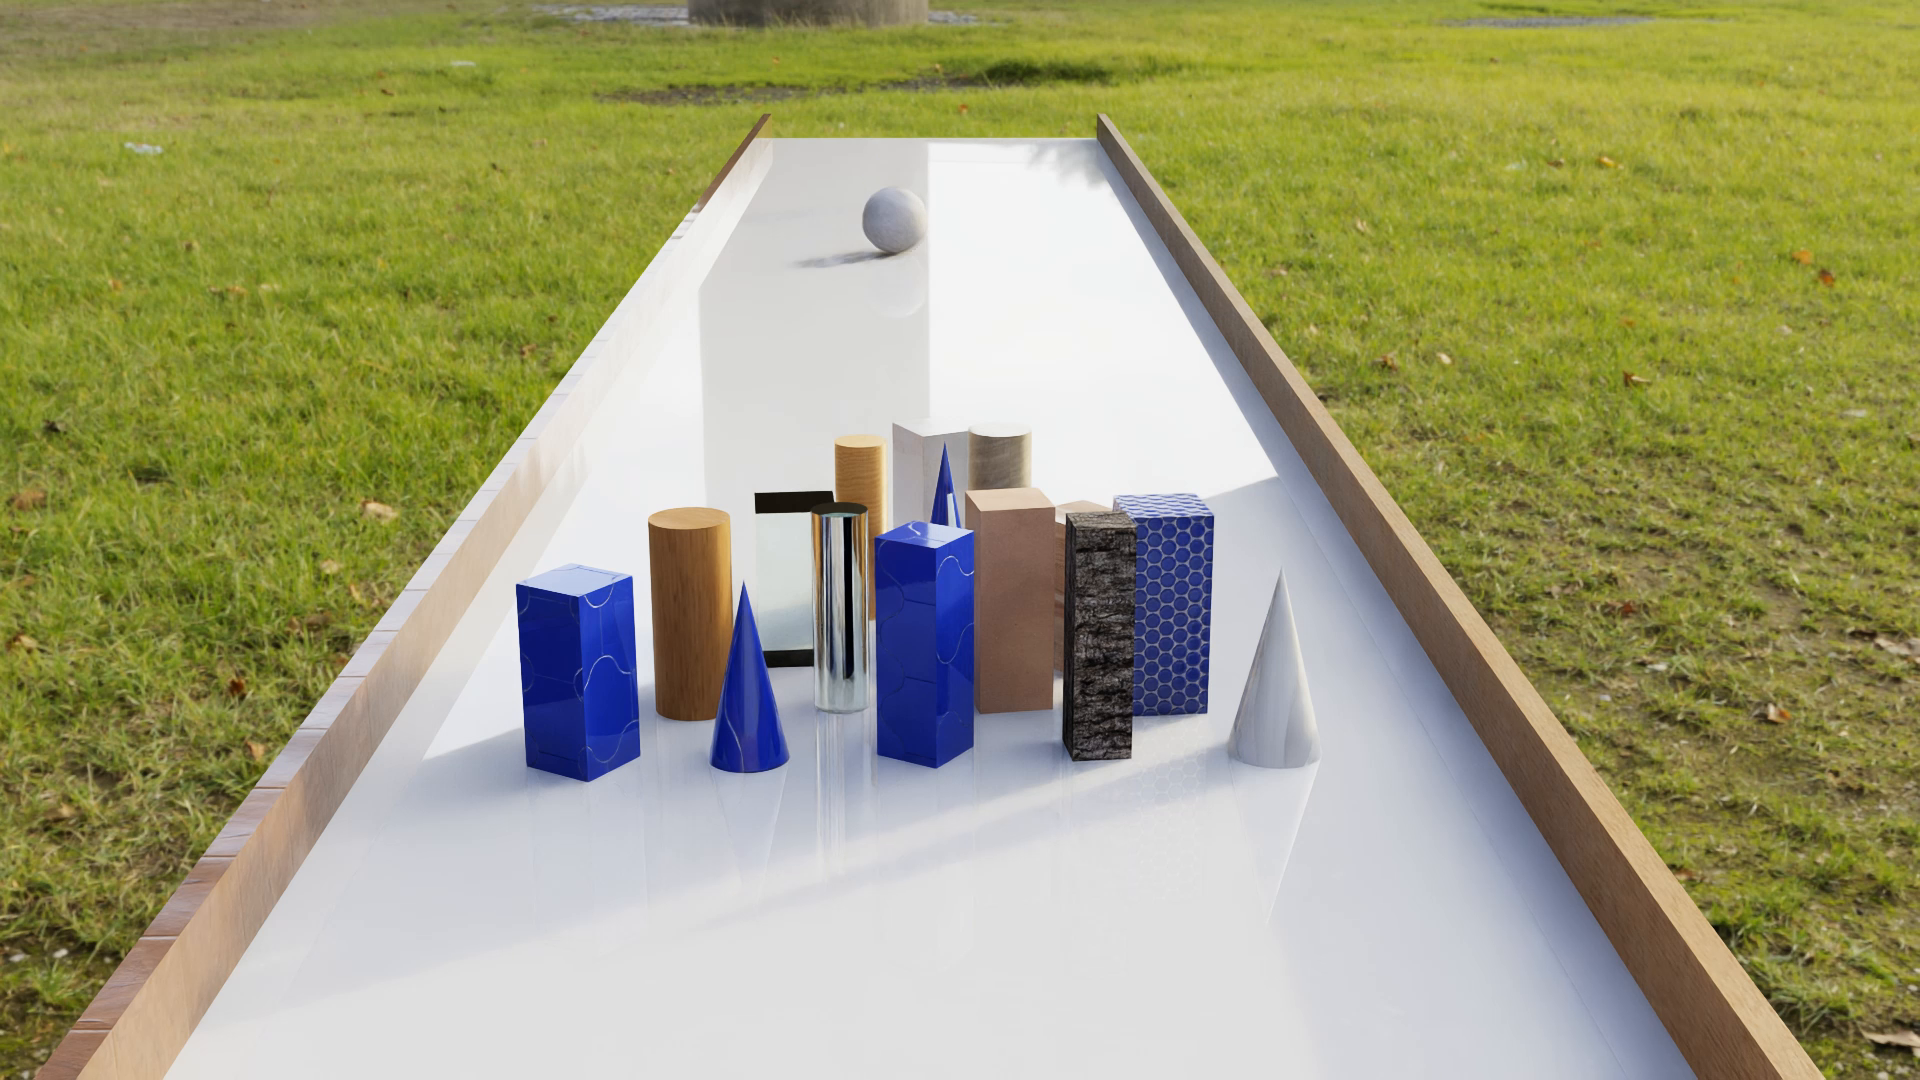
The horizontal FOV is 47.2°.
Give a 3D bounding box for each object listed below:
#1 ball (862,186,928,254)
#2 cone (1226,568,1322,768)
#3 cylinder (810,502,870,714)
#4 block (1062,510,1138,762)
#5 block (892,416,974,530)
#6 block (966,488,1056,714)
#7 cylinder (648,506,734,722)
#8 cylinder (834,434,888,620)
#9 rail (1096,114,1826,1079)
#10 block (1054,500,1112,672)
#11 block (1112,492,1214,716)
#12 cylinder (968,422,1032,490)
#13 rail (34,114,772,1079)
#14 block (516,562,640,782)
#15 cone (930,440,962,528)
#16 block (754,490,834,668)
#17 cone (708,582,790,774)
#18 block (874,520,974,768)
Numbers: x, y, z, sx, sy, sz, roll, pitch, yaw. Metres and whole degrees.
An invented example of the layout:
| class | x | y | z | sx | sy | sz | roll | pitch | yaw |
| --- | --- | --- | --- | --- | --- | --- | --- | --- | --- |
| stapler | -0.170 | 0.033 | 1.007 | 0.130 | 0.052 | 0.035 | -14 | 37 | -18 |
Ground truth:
| class | x | y | z | sx | sy | sz | roll | pitch | yaw |
| --- | --- | --- | --- | --- | --- | --- | --- | --- | --- |
| ball | -0.275 | -1.351 | 9.279 | 0.279 | 0.279 | 0.279 | 0 | 17 | 0 |
| cone | 0.565 | 0.210 | 3.904 | 0.172 | 0.351 | 0.172 | 0 | 17 | 0 |
| cylinder | -0.223 | 0.128 | 4.123 | 0.106 | 0.384 | 0.106 | 0 | 17 | 0 |
| block | 0.246 | 0.171 | 3.900 | 0.106 | 0.429 | 0.106 | -2 | 17 | -7 |
| block | -0.049 | -0.080 | 4.872 | 0.149 | 0.356 | 0.149 | -9 | 19 | -26 |
| block | 0.093 | 0.113 | 4.149 | 0.141 | 0.397 | 0.141 | -3 | 17 | -11 |
| cylinder | -0.500 | 0.137 | 4.112 | 0.151 | 0.372 | 0.151 | 0 | 17 | 0 |
| cylinder | -0.208 | -0.026 | 4.650 | 0.111 | 0.378 | 0.111 | 0 | 17 | 0 |
| rail | 0.932 | -0.844 | 7.801 | 0.050 | 0.150 | 12.000 | 0 | 17 | -1 |
| block | 0.237 | 0.094 | 4.378 | 0.147 | 0.304 | 0.147 | -12 | 21 | -36 |
| block | 0.377 | 0.121 | 4.143 | 0.159 | 0.387 | 0.159 | -2 | 17 | -7 |
| cylinder | 0.083 | -0.036 | 4.632 | 0.133 | 0.407 | 0.133 | 0 | 17 | 0 |
| rail | -1.118 | -0.838 | 7.780 | 0.050 | 0.150 | 12.000 | 0 | 17 | -1 |
| block | -0.668 | 0.230 | 3.858 | 0.142 | 0.339 | 0.142 | 10 | 19 | 30 |
| cone | -0.030 | 0.019 | 4.379 | 0.163 | 0.447 | 0.163 | 0 | 17 | 0 |
| block | -0.328 | 0.077 | 4.407 | 0.158 | 0.319 | 0.158 | -2 | 17 | -6 |
| cone | -0.376 | 0.228 | 3.875 | 0.146 | 0.334 | 0.146 | 0 | 17 | 0 |
| block | -0.062 | 0.184 | 3.896 | 0.126 | 0.406 | 0.126 | 10 | 19 | 30 |
